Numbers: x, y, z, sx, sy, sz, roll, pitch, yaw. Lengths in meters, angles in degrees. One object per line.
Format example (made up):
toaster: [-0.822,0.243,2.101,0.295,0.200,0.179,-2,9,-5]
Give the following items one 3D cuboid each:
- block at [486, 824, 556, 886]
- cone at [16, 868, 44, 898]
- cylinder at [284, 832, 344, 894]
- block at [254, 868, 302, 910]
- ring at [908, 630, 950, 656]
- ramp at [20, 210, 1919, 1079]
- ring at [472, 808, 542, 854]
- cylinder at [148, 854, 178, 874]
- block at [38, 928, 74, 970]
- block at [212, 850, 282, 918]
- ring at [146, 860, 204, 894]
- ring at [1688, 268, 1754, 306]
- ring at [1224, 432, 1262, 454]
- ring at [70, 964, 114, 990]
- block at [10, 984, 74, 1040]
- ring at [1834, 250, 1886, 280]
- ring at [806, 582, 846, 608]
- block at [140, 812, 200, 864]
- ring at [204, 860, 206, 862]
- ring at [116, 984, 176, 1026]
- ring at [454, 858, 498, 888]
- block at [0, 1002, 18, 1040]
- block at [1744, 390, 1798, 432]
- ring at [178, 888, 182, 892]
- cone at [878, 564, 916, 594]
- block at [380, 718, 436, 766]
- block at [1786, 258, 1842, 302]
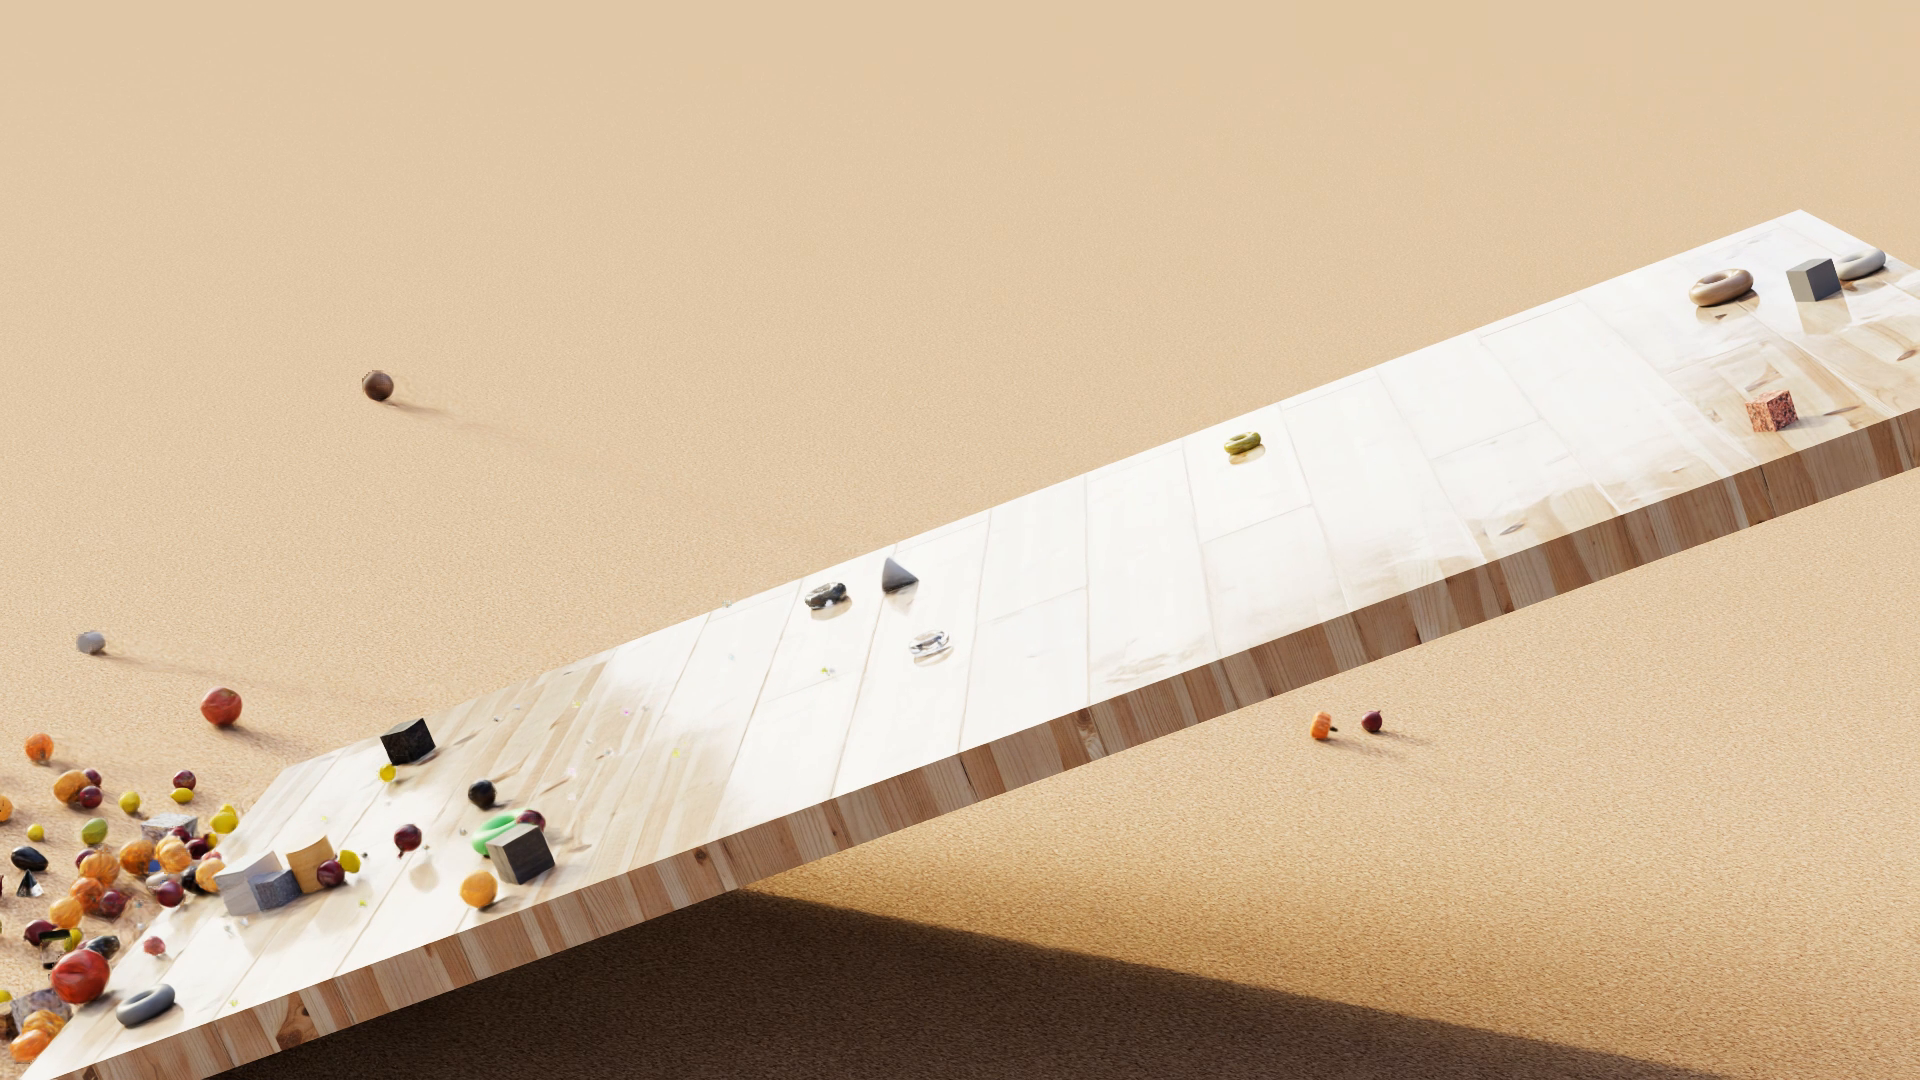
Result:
block: [-0.843,0.602,5.637,0.084,0.084,0.084,-28,13,-30]
cone: [-2.178,0.795,6.876,0.063,0.063,0.063,0,13,0]
cylinder: [-1.358,0.679,6.184,0.095,0.095,0.095,-21,12,4]
block: [-1.428,0.731,6.164,0.059,0.059,0.059,-13,14,35]
ring: [-0.065,0.213,6.132,0.090,0.030,0.090,-20,13,5]
ramp: [0.120,0.175,6.293,4.000,0.100,2.000,-20,12,7]
ring: [-0.913,0.586,5.920,0.149,0.050,0.149,-20,13,5]
cylinder: [-1.888,0.774,6.973,0.053,0.053,0.053,2,-4,10]
block: [-1.981,0.897,6.447,0.064,0.064,0.064,-6,14,-22]
block: [-1.494,0.725,6.211,0.097,0.097,0.097,-13,14,35]
ring: [-1.829,0.788,6.868,0.148,0.049,0.148,-18,3,1]
ring: [1.668,-0.555,6.448,0.144,0.048,0.144,-20,13,5]
ring: [0.655,-0.225,6.818,0.091,0.030,0.091,-20,13,5]
ring: [-1.863,0.940,6.328,0.103,0.034,0.103,2,12,0]
block: [-1.885,0.969,6.040,0.084,0.084,0.084,-13,-7,-44]
ring: [1.892,-0.580,6.188,0.112,0.037,0.112,-22,11,5]
ring: [-0.317,0.130,6.943,0.105,0.035,0.105,-20,13,5]
block: [-1.908,0.723,7.107,0.096,0.096,0.096,5,14,20]
ring: [-1.770,0.781,7.007,0.092,0.031,0.092,-1,13,0]
ring: [-1.582,0.902,5.716,0.120,0.040,0.120,-22,11,5]
ring: [-0.941,0.650,5.742,0.091,0.030,0.091,1,22,0]
block: [-1.970,0.992,6.069,0.055,0.055,0.055,6,15,25]
block: [1.471,-0.234,5.330,0.057,0.057,0.057,-27,13,-23]
ring: [-1.772,0.820,6.837,0.093,0.031,0.093,-3,8,0]
cone: [-0.132,0.086,6.805,0.082,0.082,0.082,-14,5,29]
block: [-1.321,0.483,7.038,0.079,0.079,0.079,-15,13,29]
block: [1.780,-0.542,6.135,0.070,0.070,0.070,-25,12,-16]
